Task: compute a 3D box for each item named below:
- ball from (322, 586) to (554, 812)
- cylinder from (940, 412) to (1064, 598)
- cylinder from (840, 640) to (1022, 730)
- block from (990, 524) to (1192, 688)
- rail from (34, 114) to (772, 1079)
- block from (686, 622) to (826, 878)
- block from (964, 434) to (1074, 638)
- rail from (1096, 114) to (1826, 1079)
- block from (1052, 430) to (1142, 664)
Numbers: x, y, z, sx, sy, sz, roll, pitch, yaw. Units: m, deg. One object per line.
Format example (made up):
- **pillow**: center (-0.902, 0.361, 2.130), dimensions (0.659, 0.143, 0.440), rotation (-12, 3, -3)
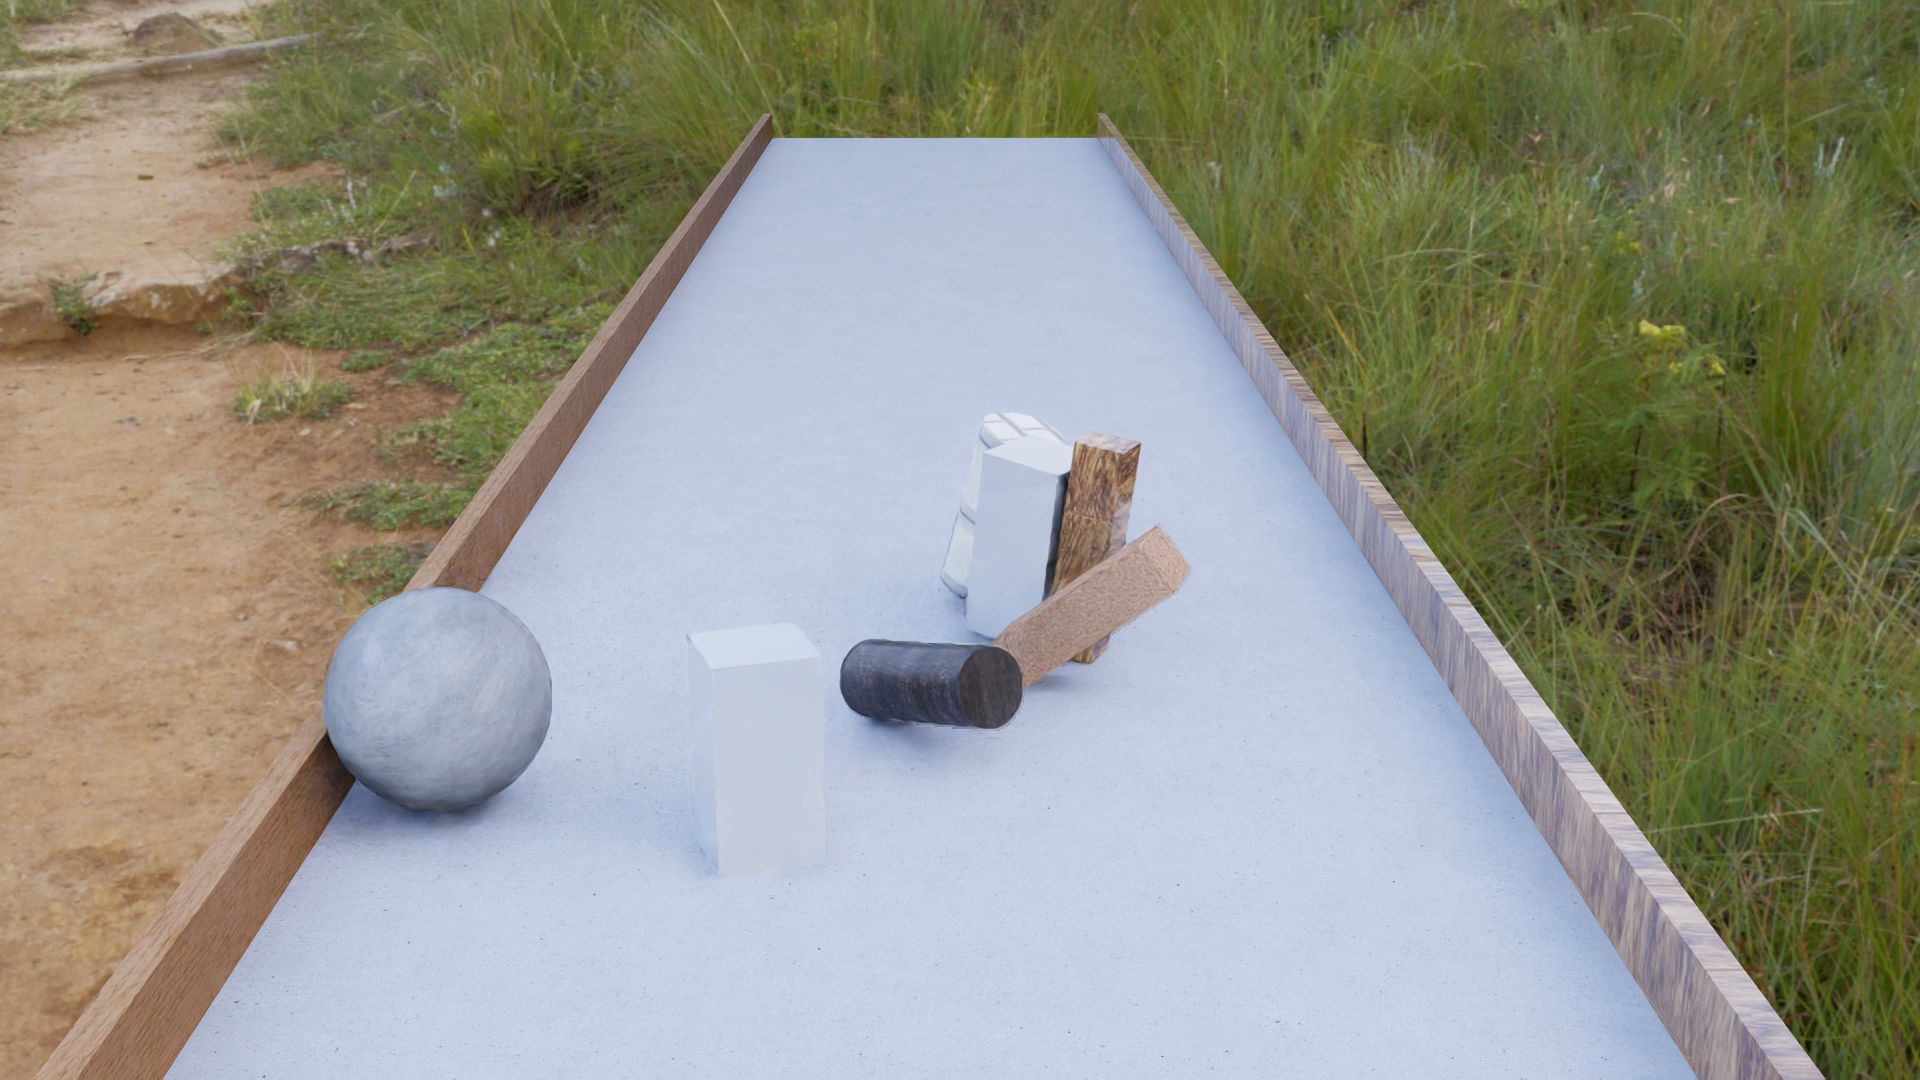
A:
- **ball**: center (-0.867, 0.264, 3.660), dimensions (0.373, 0.373, 0.373), rotation (0, 17, 0)
- **cylinder**: center (0.089, -0.066, 4.725), dimensions (0.179, 0.377, 0.179), rotation (12, 27, -6)
- **cylinder**: center (-0.056, 0.257, 3.965), dimensions (0.145, 0.145, 0.367), rotation (-12, 7, -36)
- **block**: center (0.245, 0.130, 4.185), dimensions (0.400, 0.107, 0.107), rotation (-35, 4, 33)
- **rail**: center (-1.118, -0.838, 7.780), dimensions (0.050, 0.150, 12.000), rotation (0, 17, -1)
- **block**: center (-0.324, 0.331, 3.505), dimensions (0.175, 0.347, 0.175), rotation (-6, 17, -18)
- **block**: center (0.151, 0.006, 4.499), dimensions (0.179, 0.384, 0.179), rotation (19, 24, 31)
- **rail**: center (0.932, -0.844, 7.801), dimensions (0.050, 0.150, 12.000), rotation (0, 17, -1)
- **block**: center (0.262, 0.015, 4.380), dimensions (0.103, 0.444, 0.103), rotation (15, 21, 20)
